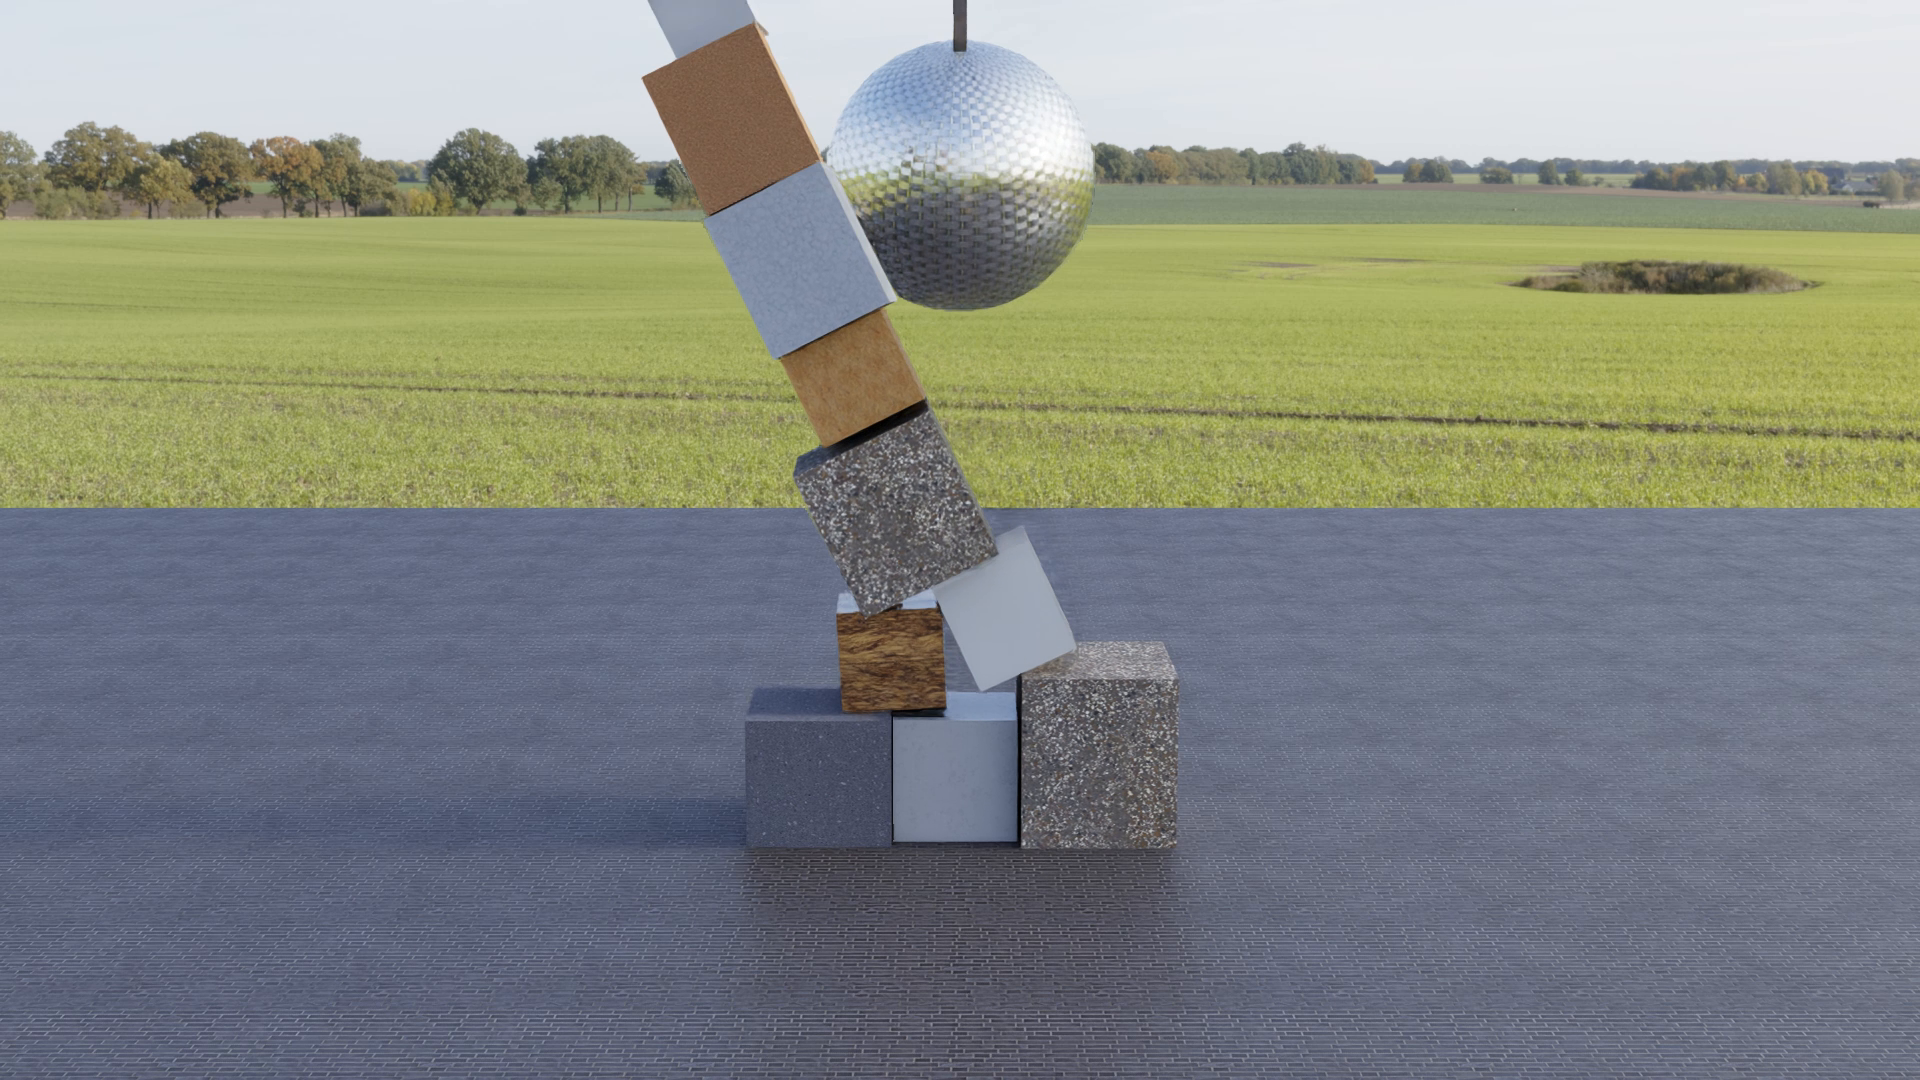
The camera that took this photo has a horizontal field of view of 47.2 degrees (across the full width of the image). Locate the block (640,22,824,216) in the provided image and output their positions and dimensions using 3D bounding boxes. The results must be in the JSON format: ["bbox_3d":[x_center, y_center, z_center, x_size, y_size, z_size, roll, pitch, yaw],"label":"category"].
[{"bbox_3d":[-1.096,-2.044,10.849,0.599,0.725,0.703,-26,5,2],"label":"block"}]

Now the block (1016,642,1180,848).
[{"bbox_3d":[0.693,1.045,11.376,0.780,0.873,0.835,0,10,0],"label":"block"}]

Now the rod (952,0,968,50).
[{"bbox_3d":[0.000,-5.022,11.278,0.080,5.200,0.080,0,33,0],"label":"rod"}]

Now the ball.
[{"bbox_3d":[0.000,-2.164,13.119,1.600,1.600,1.600,0,10,0],"label":"ball"}]

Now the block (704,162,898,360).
[{"bbox_3d":[-0.772,-1.377,10.873,0.627,0.746,0.690,-26,6,5],"label":"block"}]

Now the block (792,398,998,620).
[{"bbox_3d":[-0.324,-0.180,11.088,0.738,0.786,0.708,-26,10,2],"label":"block"}]

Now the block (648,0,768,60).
[{"bbox_3d":[-1.264,-2.635,10.784,0.428,0.489,0.453,-26,4,5],"label":"block"}]

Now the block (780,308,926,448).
[{"bbox_3d":[-0.522,-0.814,10.951,0.544,0.490,0.549,-26,6,3],"label":"block"}]

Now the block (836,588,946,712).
[{"bbox_3d":[-0.351,0.562,11.297,0.526,0.512,0.515,-3,10,-1],"label":"block"}]

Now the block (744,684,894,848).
[{"bbox_3d":[-0.710,1.157,11.370,0.728,0.655,0.750,0,10,0],"label":"block"}]

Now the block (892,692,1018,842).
[{"bbox_3d":[-0.026,1.167,11.380,0.630,0.633,0.573,0,10,0],"label":"block"}]

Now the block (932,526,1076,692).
[{"bbox_3d":[0.213,0.342,11.195,0.530,0.600,0.487,-25,10,3],"label":"block"}]
